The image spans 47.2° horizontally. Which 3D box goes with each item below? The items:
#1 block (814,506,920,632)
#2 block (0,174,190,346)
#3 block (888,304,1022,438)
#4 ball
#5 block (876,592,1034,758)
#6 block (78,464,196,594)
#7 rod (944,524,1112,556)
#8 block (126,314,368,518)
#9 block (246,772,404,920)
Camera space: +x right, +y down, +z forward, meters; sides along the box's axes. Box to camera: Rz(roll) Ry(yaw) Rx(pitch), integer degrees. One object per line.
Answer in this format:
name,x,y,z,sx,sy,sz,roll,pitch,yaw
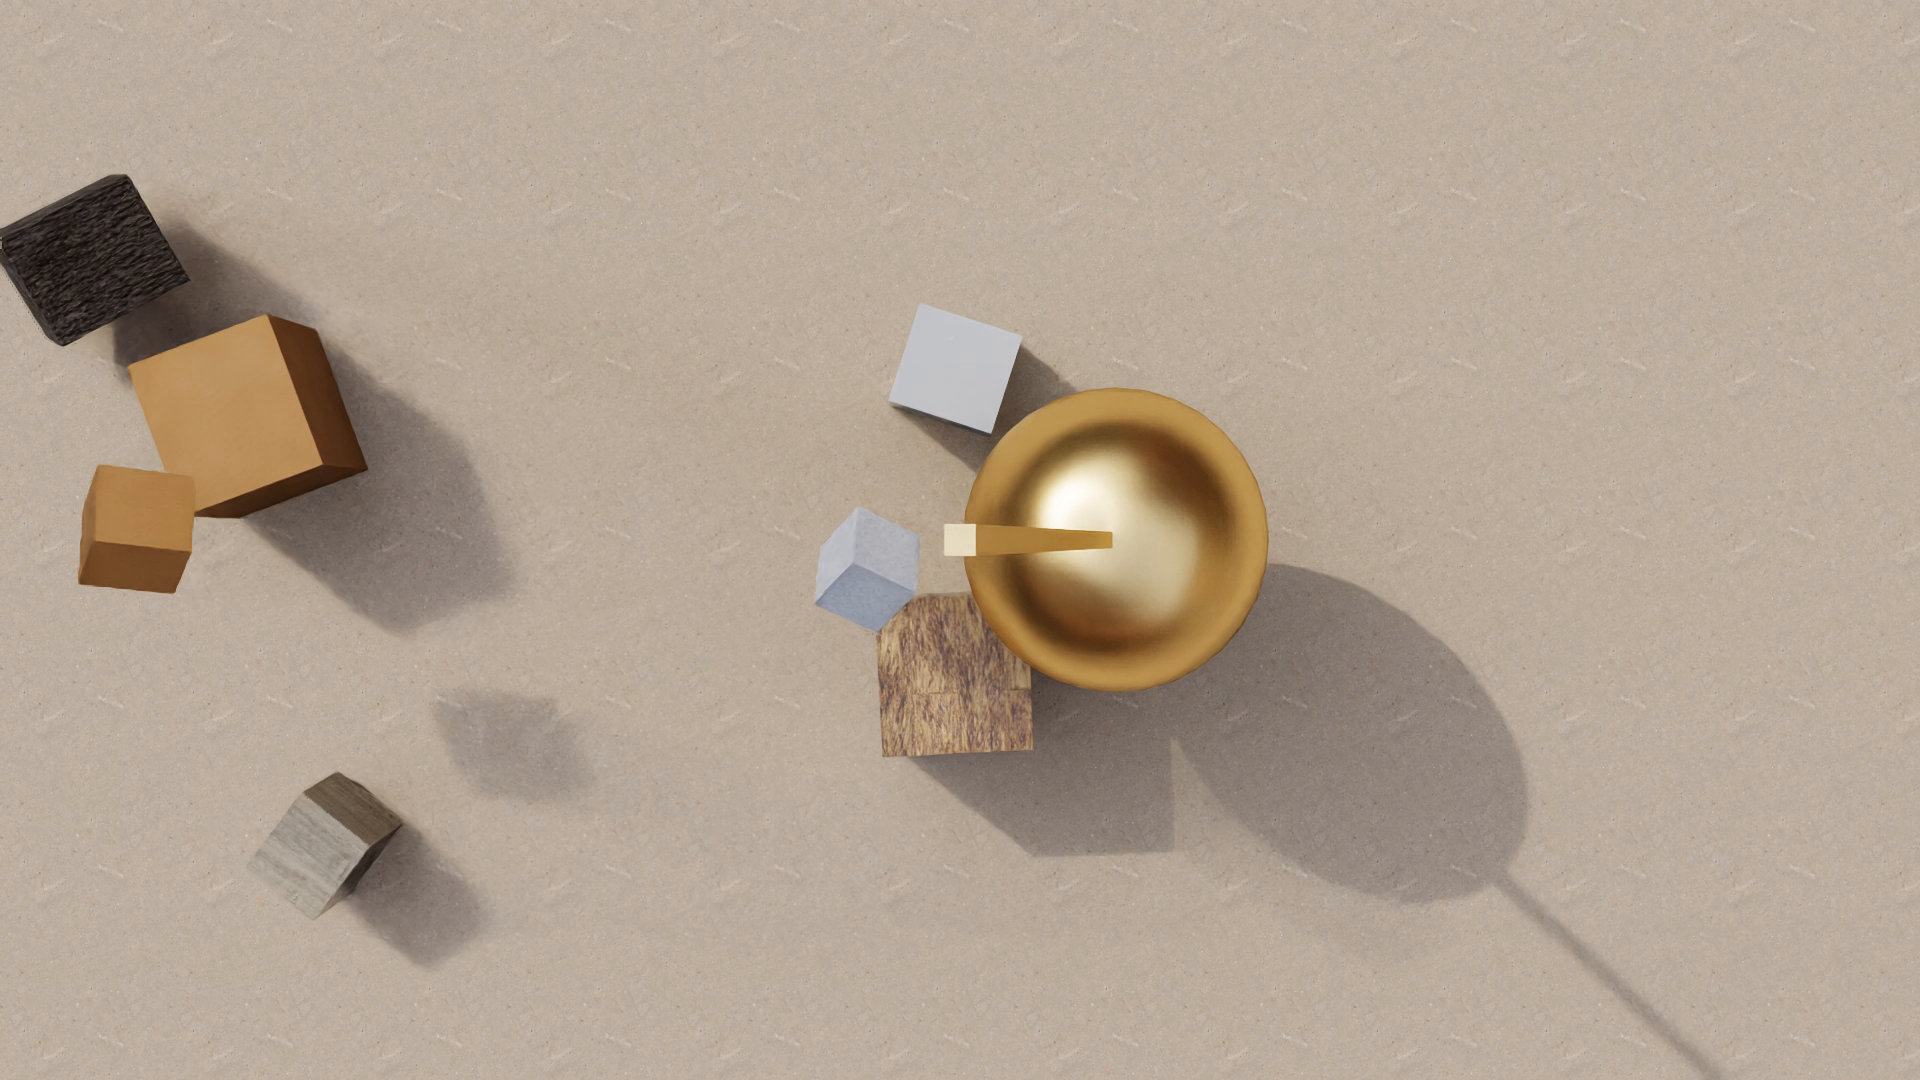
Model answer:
block,-0.485,0.155,11.521,0.386,0.409,0.386,27,131,-22
block,-4.932,-1.590,12.424,0.774,0.694,0.658,-33,113,-20
block,-0.026,-0.975,12.738,0.613,0.524,0.582,18,90,0
ball,0.810,0.000,11.504,1.600,1.600,1.600,0,90,0
block,-0.032,0.742,12.551,0.836,0.898,0.866,-3,90,0
block,-4.249,-0.051,11.348,0.474,0.479,0.444,8,58,-28
rod,0.351,0.000,8.135,0.080,5.200,0.080,0,90,8
block,-4.037,-0.685,12.535,0.824,0.931,0.883,-20,90,0
block,-3.658,1.757,12.686,0.491,0.550,0.560,38,99,0
